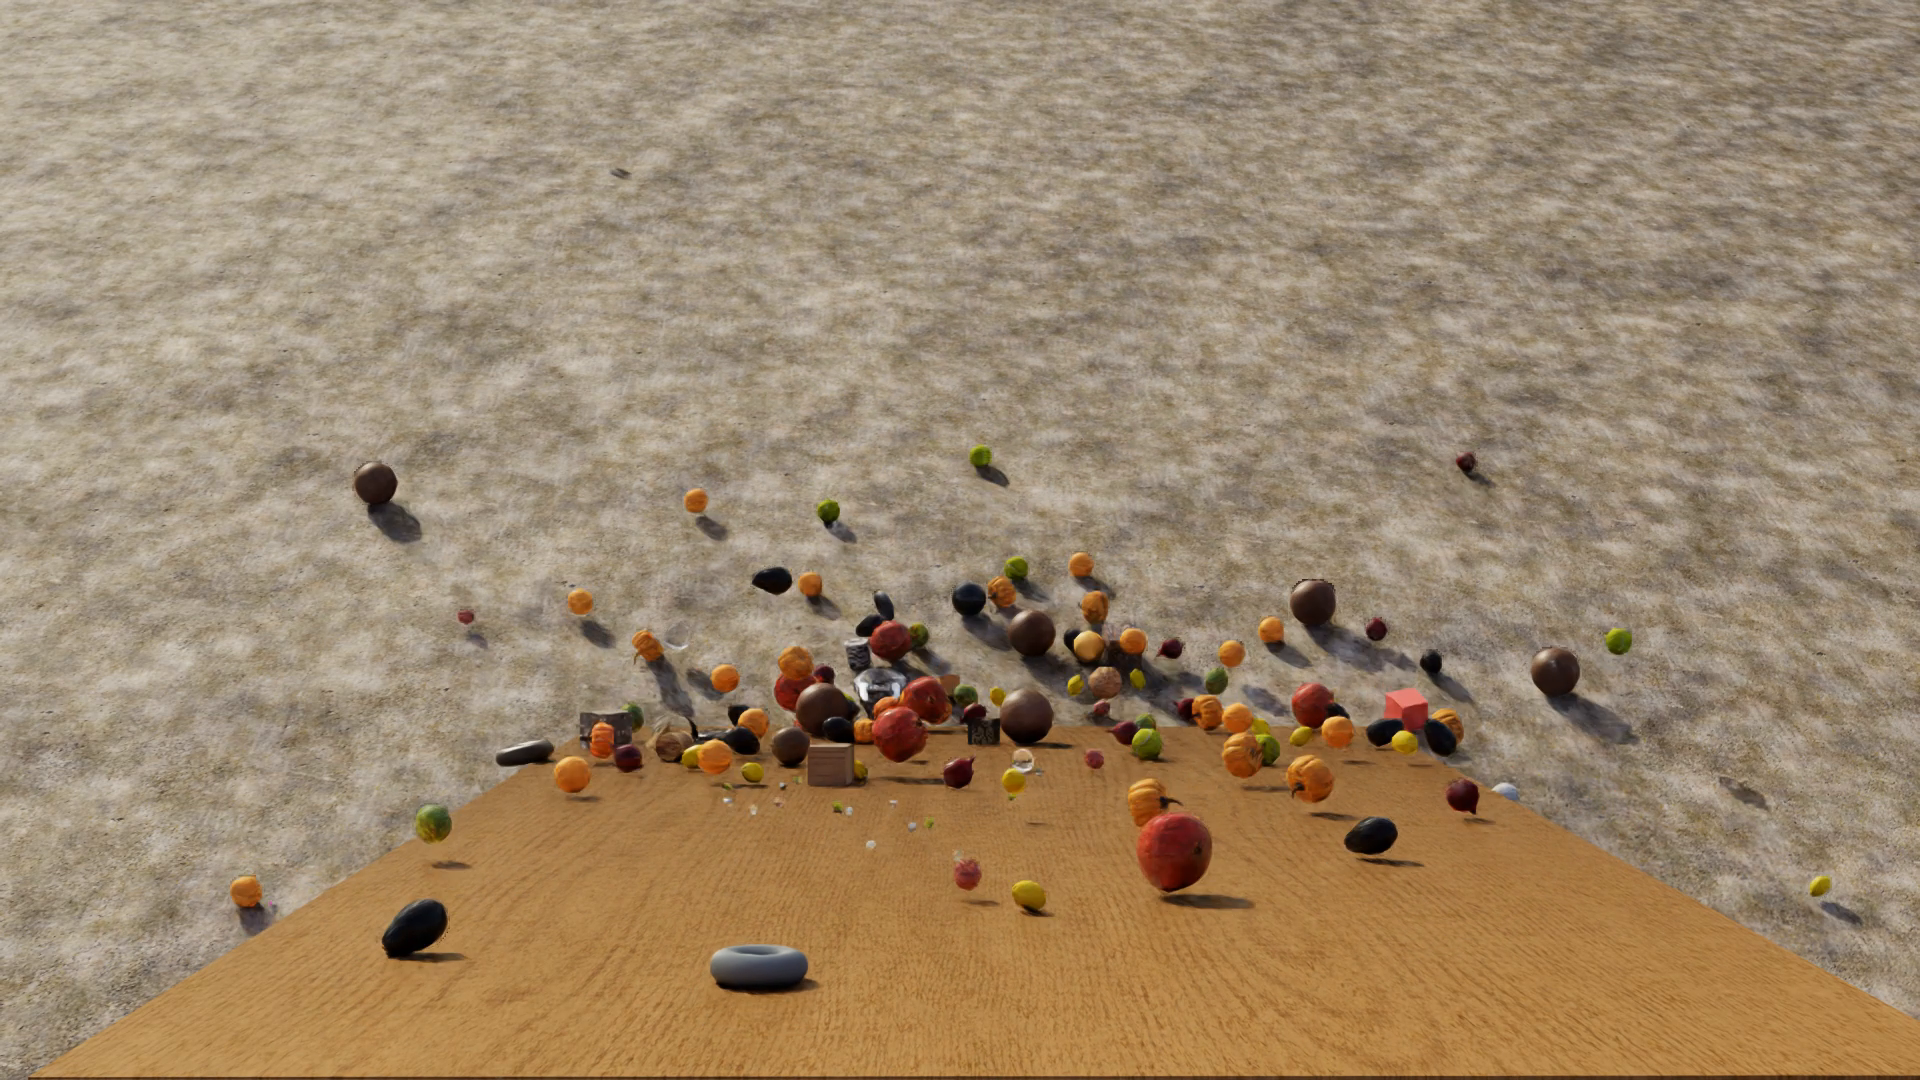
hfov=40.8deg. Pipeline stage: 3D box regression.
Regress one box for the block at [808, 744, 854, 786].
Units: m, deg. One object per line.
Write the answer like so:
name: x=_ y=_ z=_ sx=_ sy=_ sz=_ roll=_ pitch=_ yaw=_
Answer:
block: x=-0.263 y=0.458 z=5.264 sx=0.079 sy=0.079 sz=0.079 roll=0 pitch=1 yaw=12

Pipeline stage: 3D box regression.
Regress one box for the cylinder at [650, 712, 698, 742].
cylinder: x=-0.656 y=0.443 z=5.930 sx=0.088 sy=0.088 sz=0.088 roll=-13 pitch=-1 yaw=-23

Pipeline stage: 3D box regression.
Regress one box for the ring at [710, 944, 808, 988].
ring: x=-0.242 y=0.511 z=3.100 sx=0.118 sy=0.039 sz=0.118 roll=1 pitch=0 yaw=0

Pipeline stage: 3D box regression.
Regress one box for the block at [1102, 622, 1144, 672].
block: x=0.443 y=0.292 z=7.041 sx=0.094 sy=0.094 sz=0.094 roll=-4 pitch=28 yaw=-7

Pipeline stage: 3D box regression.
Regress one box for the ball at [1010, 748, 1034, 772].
ball: x=0.133 y=0.468 z=5.490 sx=0.050 sy=0.050 sz=0.050 roll=0 pitch=27 yaw=0

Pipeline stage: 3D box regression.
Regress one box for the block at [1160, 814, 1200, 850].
block: x=0.366 y=0.486 z=4.299 sx=0.051 sy=0.051 sz=0.051 roll=0 pitch=1 yaw=-14

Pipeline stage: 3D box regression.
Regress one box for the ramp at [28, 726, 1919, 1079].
ramp: x=0.062 y=0.557 z=4.595 sx=2.000 sy=0.100 sz=4.000 roll=0 pitch=1 yaw=0

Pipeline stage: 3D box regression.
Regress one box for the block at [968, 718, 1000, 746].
block: x=0.055 y=0.453 z=6.125 sx=0.060 sy=0.060 sz=0.060 roll=0 pitch=1 yaw=18

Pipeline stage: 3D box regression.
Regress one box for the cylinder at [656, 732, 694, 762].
cylinder: x=-0.632 y=0.458 z=5.733 sx=0.063 sy=0.063 sz=0.063 roll=15 pitch=7 yaw=26

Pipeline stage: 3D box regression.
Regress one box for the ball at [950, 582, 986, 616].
ball: x=0.024 y=0.166 z=7.278 sx=0.099 sy=0.099 sz=0.099 roll=0 pitch=27 yaw=0

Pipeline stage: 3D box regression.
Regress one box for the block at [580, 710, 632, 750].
block: x=-0.823 y=0.443 z=6.012 sx=0.084 sy=0.084 sz=0.084 roll=1 pitch=1 yaw=37

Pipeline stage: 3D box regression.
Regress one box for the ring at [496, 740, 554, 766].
ring: x=-0.968 y=0.474 z=5.742 sx=0.129 sy=0.043 sz=0.129 roll=-11 pitch=1 yaw=0

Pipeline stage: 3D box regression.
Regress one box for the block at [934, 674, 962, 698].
block: x=-0.033 y=0.389 z=6.870 sx=0.053 sy=0.053 sz=0.053 roll=-5 pitch=-7 yaw=-21

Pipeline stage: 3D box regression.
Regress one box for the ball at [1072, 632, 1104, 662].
ball: x=0.351 y=0.292 z=7.044 sx=0.086 sy=0.086 sz=0.086 roll=0 pitch=27 yaw=0

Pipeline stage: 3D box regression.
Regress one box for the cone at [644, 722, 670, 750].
cone: x=-0.669 y=0.443 z=5.842 sx=0.069 sy=0.069 sz=0.069 roll=21 pitch=-2 yaw=1

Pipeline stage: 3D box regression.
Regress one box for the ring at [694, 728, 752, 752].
ring: x=-0.551 y=0.463 z=5.960 sx=0.139 sy=0.046 sz=0.139 roll=-1 pitch=2 yaw=0

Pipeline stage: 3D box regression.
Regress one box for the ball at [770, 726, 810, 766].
ball: x=-0.370 y=0.448 z=5.637 sx=0.086 sy=0.086 sz=0.086 roll=0 pitch=27 yaw=0

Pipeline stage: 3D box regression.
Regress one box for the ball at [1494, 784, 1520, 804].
ball: x=1.155 y=0.545 z=5.471 sx=0.060 sy=0.060 sz=0.060 roll=0 pitch=27 yaw=0

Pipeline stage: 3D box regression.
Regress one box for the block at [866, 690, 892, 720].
block: x=-0.212 y=0.434 z=6.775 sx=0.060 sy=0.060 sz=0.060 roll=0 pitch=64 yaw=4

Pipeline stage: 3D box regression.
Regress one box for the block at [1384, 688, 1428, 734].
block: x=1.168 y=0.447 z=6.757 sx=0.080 sy=0.080 sz=0.080 roll=-11 pitch=29 yaw=-20

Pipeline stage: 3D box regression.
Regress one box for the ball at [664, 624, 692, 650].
ball: x=-0.770 y=0.264 z=7.045 sx=0.073 sy=0.073 sz=0.073 roll=0 pitch=27 yaw=0

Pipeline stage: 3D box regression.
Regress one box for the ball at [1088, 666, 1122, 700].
ball: x=0.379 y=0.373 z=6.733 sx=0.088 sy=0.088 sz=0.088 roll=0 pitch=27 yaw=0

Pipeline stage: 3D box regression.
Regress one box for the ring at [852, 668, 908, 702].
ring: x=-0.213 y=0.389 z=6.903 sx=0.147 sy=0.049 sz=0.147 roll=1 pitch=27 yaw=-1

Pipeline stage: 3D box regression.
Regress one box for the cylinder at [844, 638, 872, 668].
cylinder: x=-0.278 y=0.307 z=7.032 sx=0.062 sy=0.062 sz=0.062 roll=-9 pitch=16 yaw=3

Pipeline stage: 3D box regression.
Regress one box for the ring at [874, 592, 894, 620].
ring: x=-0.212 y=0.185 z=7.239 sx=0.030 sy=0.091 sz=0.091 roll=-23 pitch=34 yaw=-17
